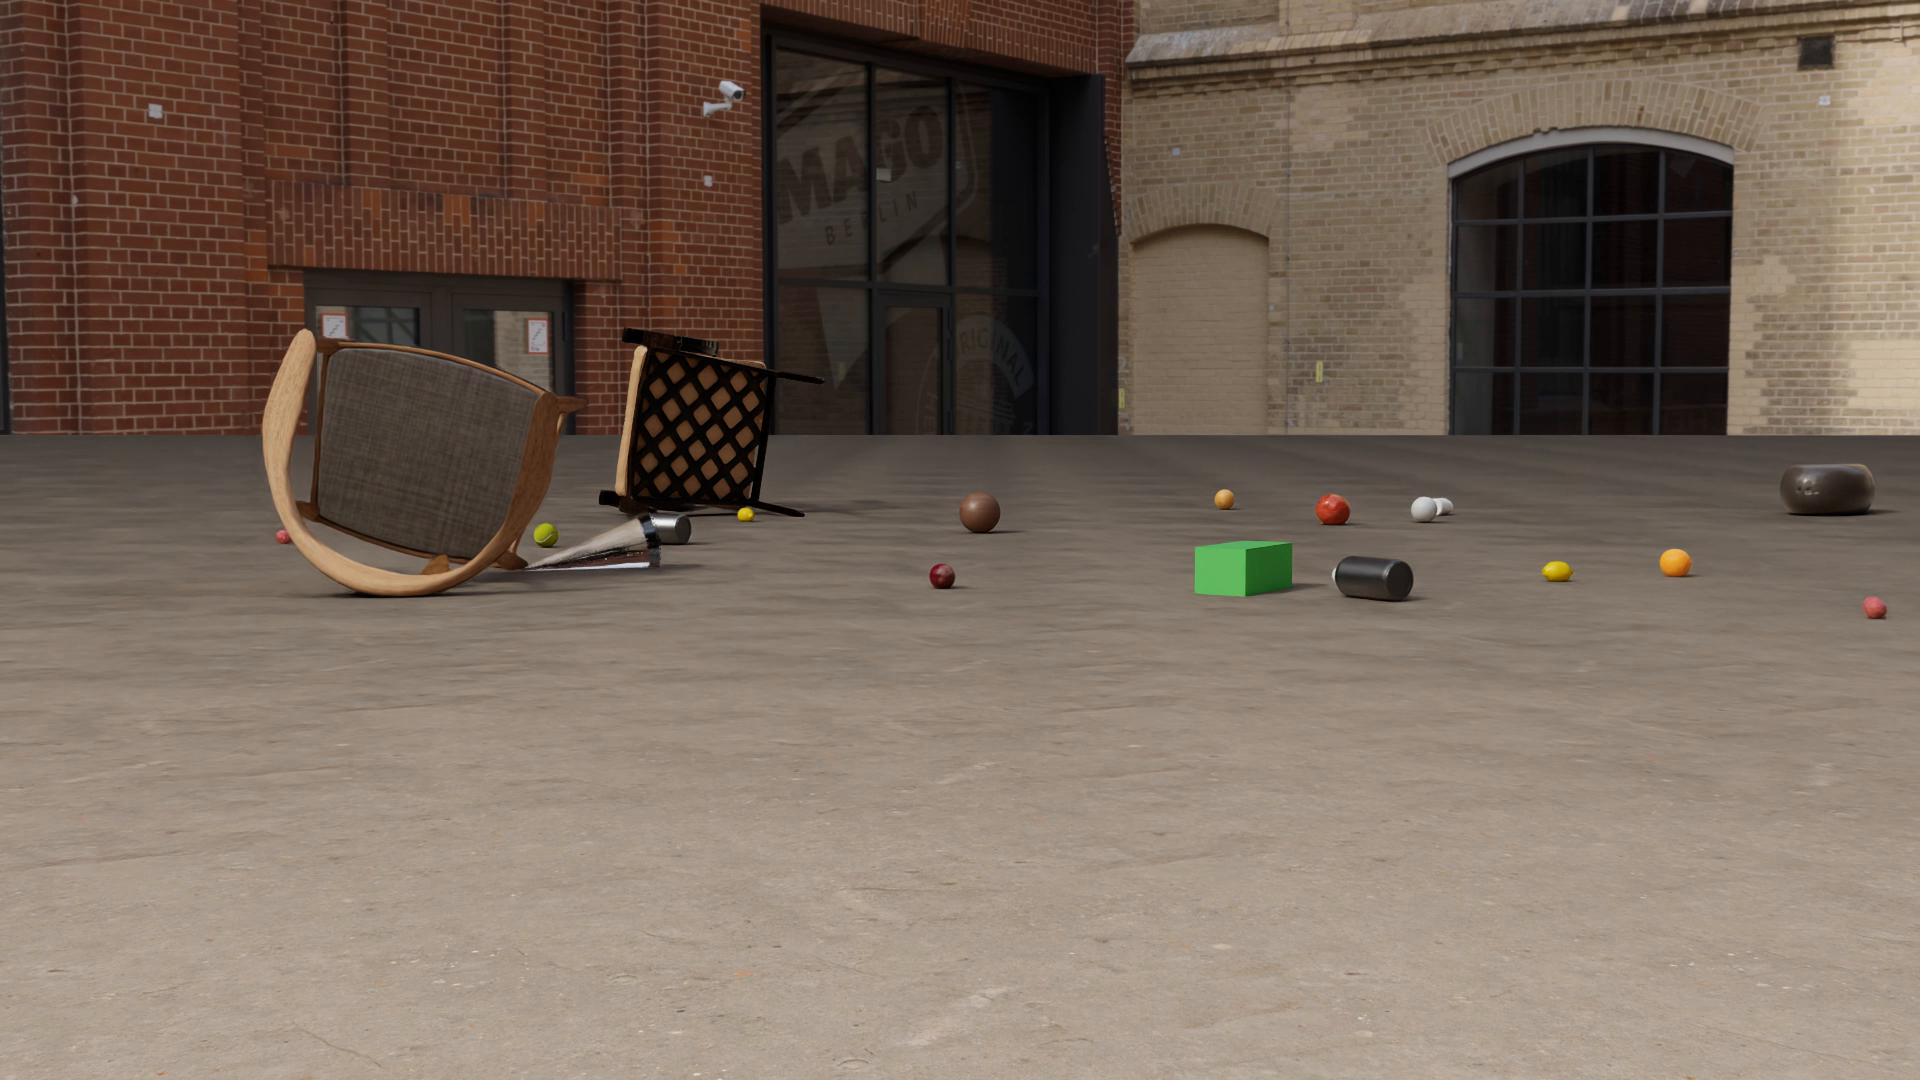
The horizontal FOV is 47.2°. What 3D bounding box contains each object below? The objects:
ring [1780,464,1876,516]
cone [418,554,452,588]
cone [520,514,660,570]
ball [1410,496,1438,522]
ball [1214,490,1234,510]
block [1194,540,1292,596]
[{"bbox_3d":[3.131,-0.183,7.933,0.291,0.178,0.535,1,2,39],"label":"ring"},{"bbox_3d":[-1.166,0.090,4.959,0.065,0.095,0.093,38,19,13],"label":"cone"},{"bbox_3d":[-0.935,0.038,5.483,0.345,0.138,0.162,-13,-6,-16],"label":"cone"},{"bbox_3d":[1.561,-0.102,7.392,0.088,0.088,0.088,0,4,0],"label":"ball"},{"bbox_3d":[0.987,-0.151,8.200,0.076,0.076,0.076,0,4,0],"label":"ball"},{"bbox_3d":[0.633,0.062,4.897,0.121,0.102,0.249,2,5,32],"label":"block"}]
